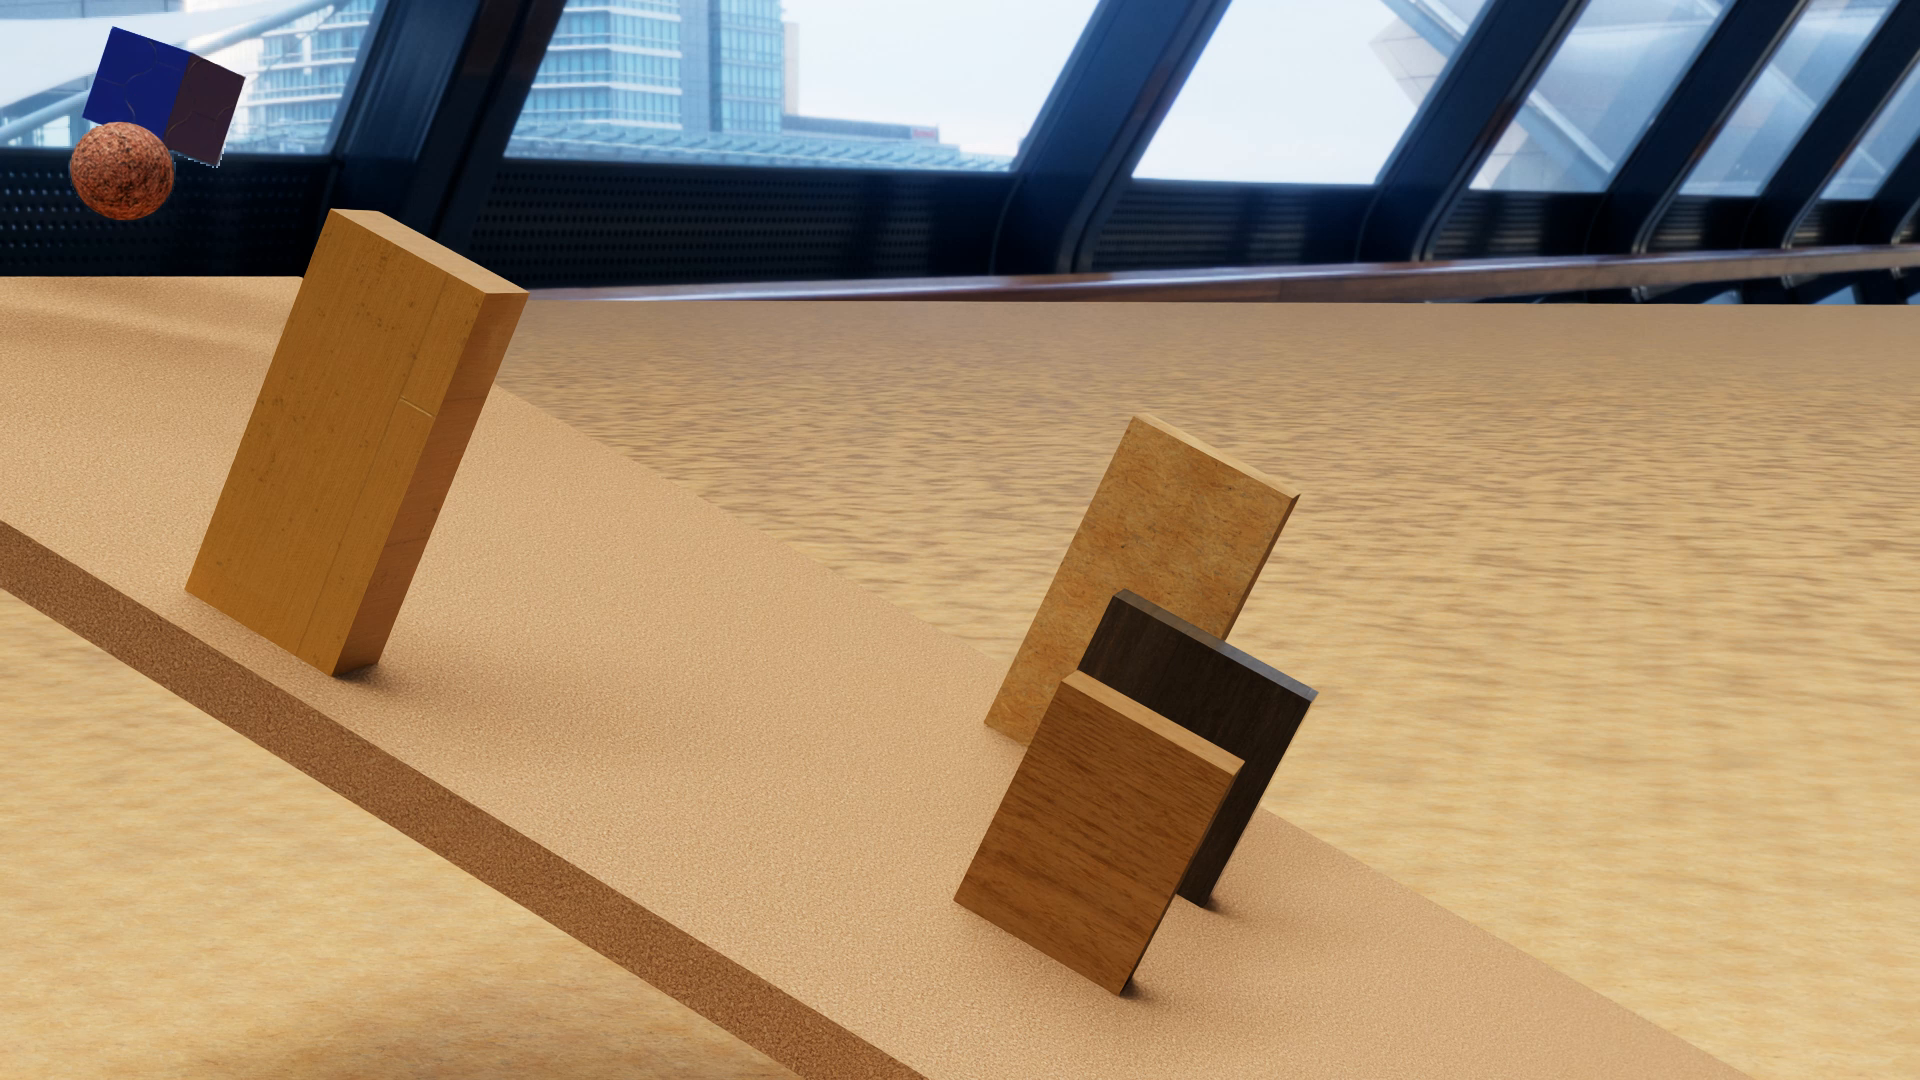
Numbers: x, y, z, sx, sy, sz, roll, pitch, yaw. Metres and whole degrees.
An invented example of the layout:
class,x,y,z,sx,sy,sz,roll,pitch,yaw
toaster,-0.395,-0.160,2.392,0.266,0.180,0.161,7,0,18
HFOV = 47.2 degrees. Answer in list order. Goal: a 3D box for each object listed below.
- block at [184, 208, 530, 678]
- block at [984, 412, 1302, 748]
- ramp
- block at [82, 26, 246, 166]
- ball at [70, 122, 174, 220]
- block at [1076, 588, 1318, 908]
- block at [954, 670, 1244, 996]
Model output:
class,x,y,z,sx,sy,sz,roll,pitch,yaw
block,-0.951,-0.152,3.457,0.292,0.664,0.136,28,14,12
block,0.375,0.144,4.572,0.363,0.726,0.125,28,14,12
ramp,-0.252,0.426,4.164,4.000,0.100,2.000,28,14,12
block,-1.745,-0.972,4.826,0.208,0.208,0.208,20,2,15
ball,-1.691,-0.744,4.440,0.197,0.197,0.197,0,7,0
block,0.391,0.398,4.224,0.421,0.457,0.101,28,14,12
block,0.230,0.486,3.668,0.318,0.428,0.108,28,14,12
